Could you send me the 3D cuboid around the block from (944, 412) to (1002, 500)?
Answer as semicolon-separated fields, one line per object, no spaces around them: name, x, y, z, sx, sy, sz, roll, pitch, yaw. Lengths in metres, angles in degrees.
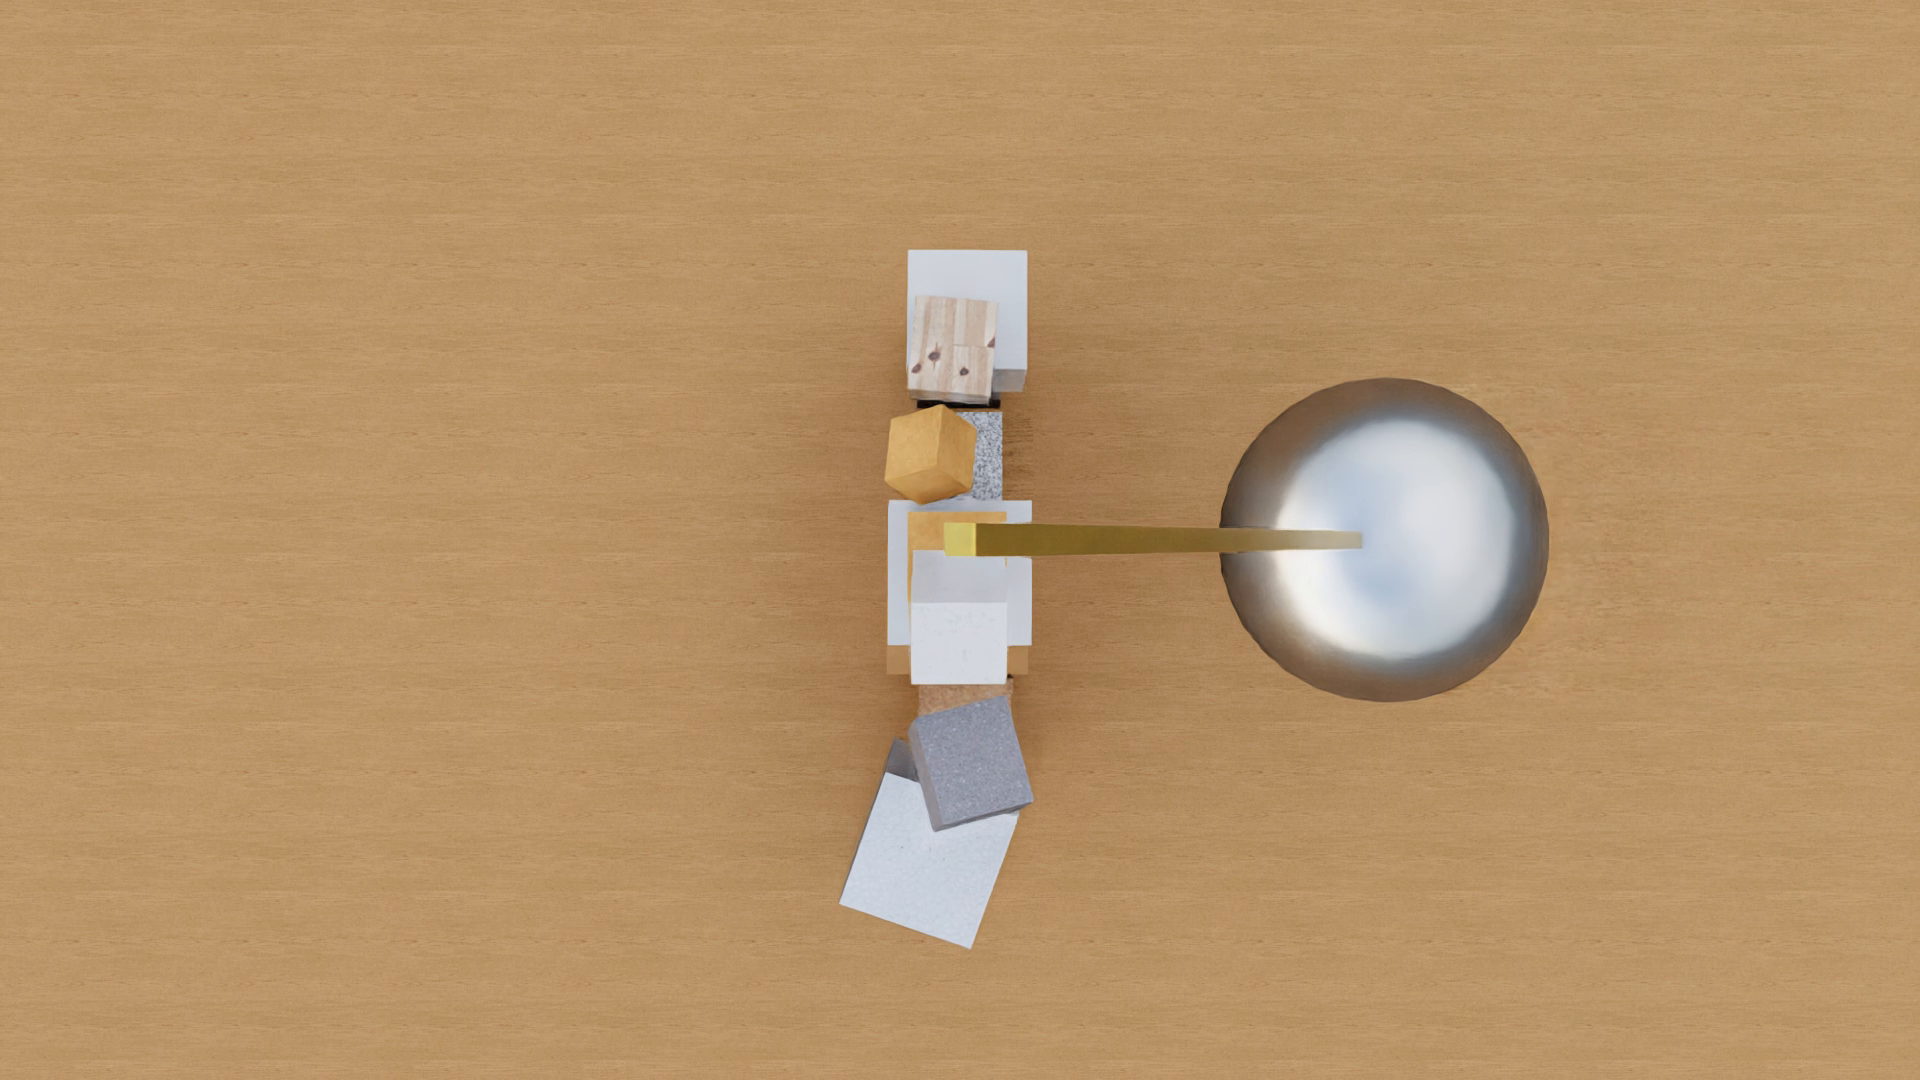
block;0.017;-0.446;12.039;0.418;0.500;0.482;0;90;0

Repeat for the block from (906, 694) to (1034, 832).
block;0.046;1.178;11.520;0.484;0.568;0.563;-14;80;-9

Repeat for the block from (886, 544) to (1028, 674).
block;-0.014;0.383;12.575;0.781;0.850;0.720;0;90;0

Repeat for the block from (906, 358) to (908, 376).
block;-0.008;-1.160;12.200;0.544;0.530;0.586;2;85;0

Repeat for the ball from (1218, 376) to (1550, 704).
ball;2.074;0.000;10.805;1.600;1.600;1.600;0;90;0

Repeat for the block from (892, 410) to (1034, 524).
block;0.013;-0.359;12.644;0.794;0.711;0.745;0;90;0

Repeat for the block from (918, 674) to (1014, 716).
block;0.020;1.021;12.757;0.527;0.485;0.510;5;90;0

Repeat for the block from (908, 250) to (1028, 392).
block;0.037;-1.141;11.565;0.608;0.732;0.612;0;85;0

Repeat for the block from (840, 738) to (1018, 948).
block;-0.159;1.666;12.202;0.753;0.743;0.781;19;100;-2

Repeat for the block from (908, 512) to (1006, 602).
block;-0.015;0.084;11.213;0.496;0.410;0.455;0;90;0

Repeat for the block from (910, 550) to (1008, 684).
block;-0.004;0.376;10.763;0.456;0.485;0.469;0;121;0

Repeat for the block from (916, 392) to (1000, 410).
block;-0.011;-1.027;12.716;0.476;0.522;0.522;-1;85;0

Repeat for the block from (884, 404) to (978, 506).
block;-0.147;-0.435;11.286;0.333;0.296;0.364;-15;57;34

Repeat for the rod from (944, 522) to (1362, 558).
rod;0.899;0.000;7.614;0.080;5.200;0.080;0;90;20

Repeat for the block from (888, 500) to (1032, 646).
block;0.000;0.171;11.784;0.746;0.733;0.751;0;90;0

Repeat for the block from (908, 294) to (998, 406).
block;-0.033;-0.944;10.970;0.406;0.411;0.465;5;87;0
